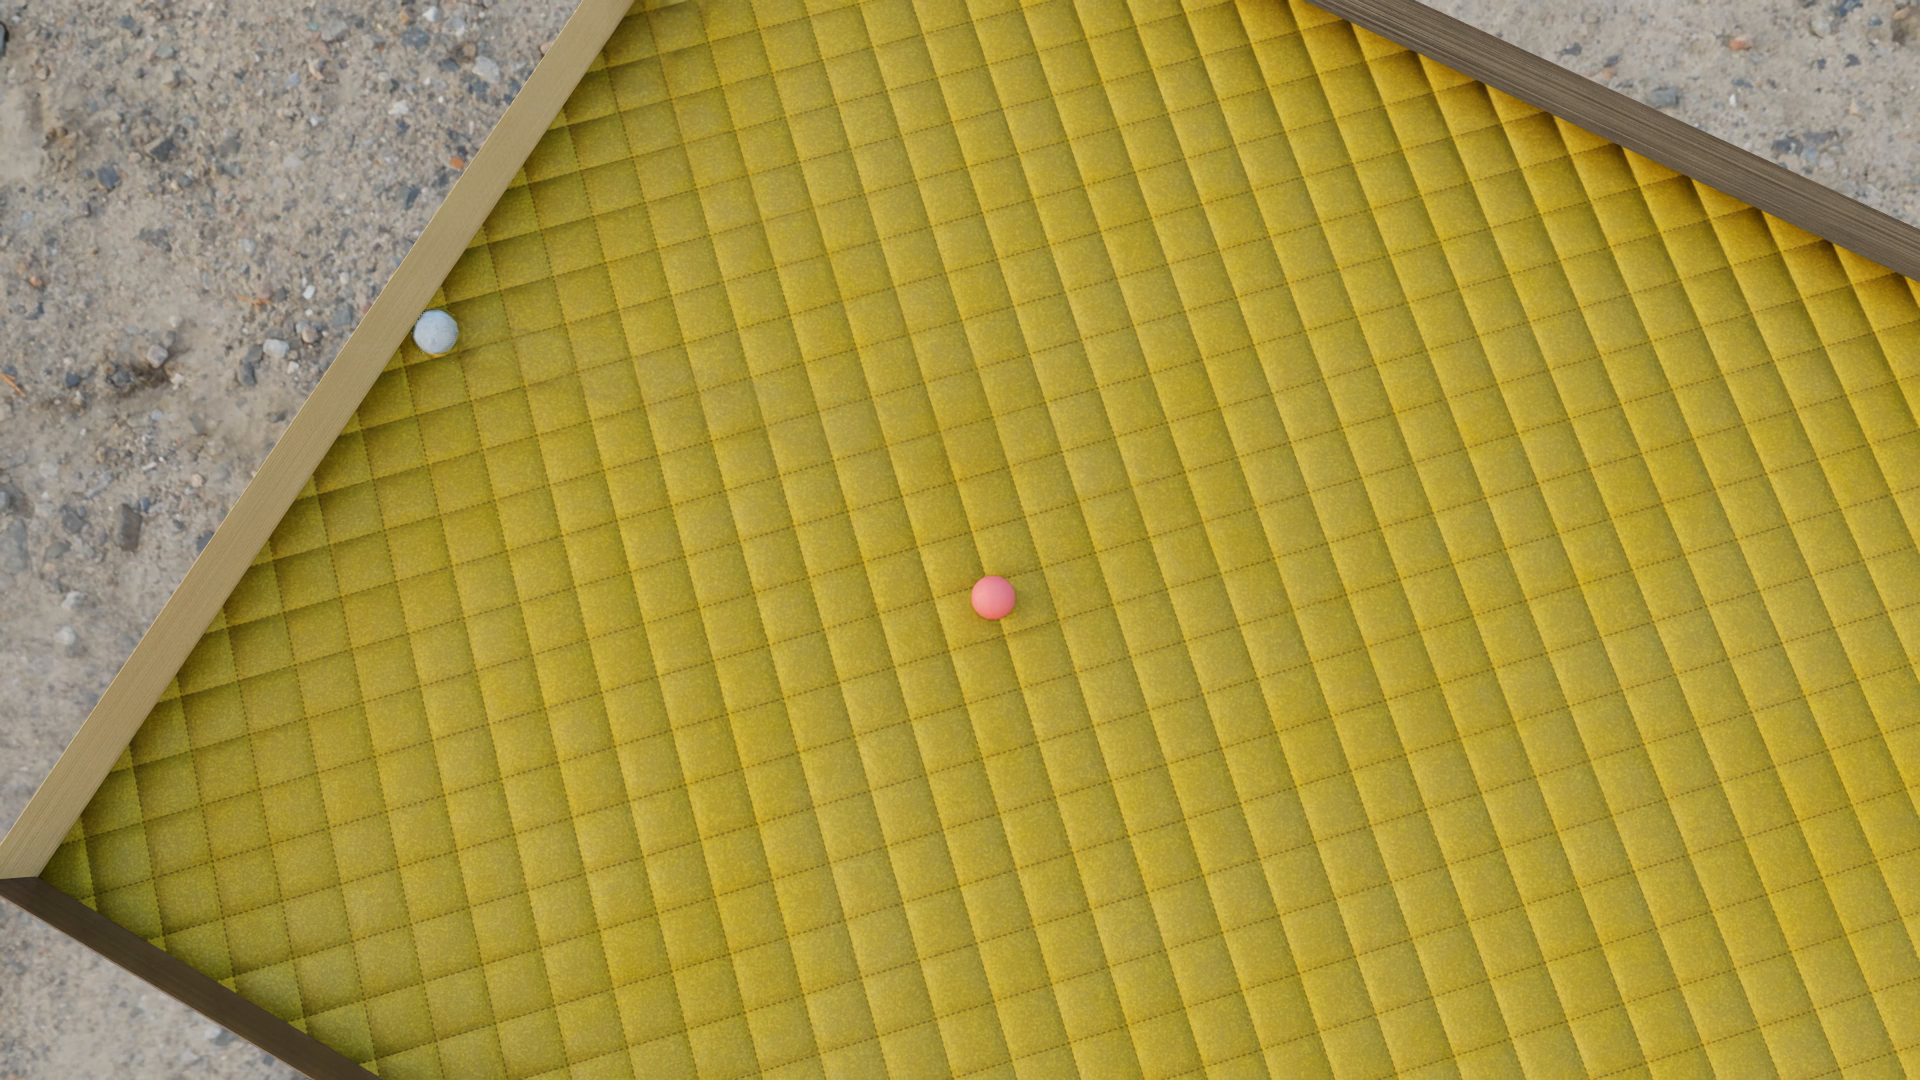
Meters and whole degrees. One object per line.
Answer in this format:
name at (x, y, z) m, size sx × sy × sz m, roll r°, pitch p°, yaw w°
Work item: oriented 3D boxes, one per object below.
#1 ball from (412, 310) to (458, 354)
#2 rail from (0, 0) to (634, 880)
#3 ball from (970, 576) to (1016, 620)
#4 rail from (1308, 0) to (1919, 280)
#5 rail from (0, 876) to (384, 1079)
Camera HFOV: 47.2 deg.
ball at (-0.842, -0.333, 3.530) m, size 0.072 × 0.072 × 0.072 m, roll 0°, pitch 71°, yaw 0°
rail at (-0.841, -0.441, 3.536) m, size 0.045 × 0.127 × 2.314 m, roll 27°, pitch 73°, yaw 9°
ball at (0.051, 0.088, 3.388) m, size 0.069 × 0.069 × 0.069 m, roll 0°, pitch 71°, yaw 0°
rail at (1.402, -0.510, 3.560) m, size 3.921 × 0.127 × 0.045 m, roll 27°, pitch 73°, yaw 9°
rail at (0.321, 1.376, 2.916) m, size 3.921 × 0.127 × 0.045 m, roll 27°, pitch 73°, yaw 9°
